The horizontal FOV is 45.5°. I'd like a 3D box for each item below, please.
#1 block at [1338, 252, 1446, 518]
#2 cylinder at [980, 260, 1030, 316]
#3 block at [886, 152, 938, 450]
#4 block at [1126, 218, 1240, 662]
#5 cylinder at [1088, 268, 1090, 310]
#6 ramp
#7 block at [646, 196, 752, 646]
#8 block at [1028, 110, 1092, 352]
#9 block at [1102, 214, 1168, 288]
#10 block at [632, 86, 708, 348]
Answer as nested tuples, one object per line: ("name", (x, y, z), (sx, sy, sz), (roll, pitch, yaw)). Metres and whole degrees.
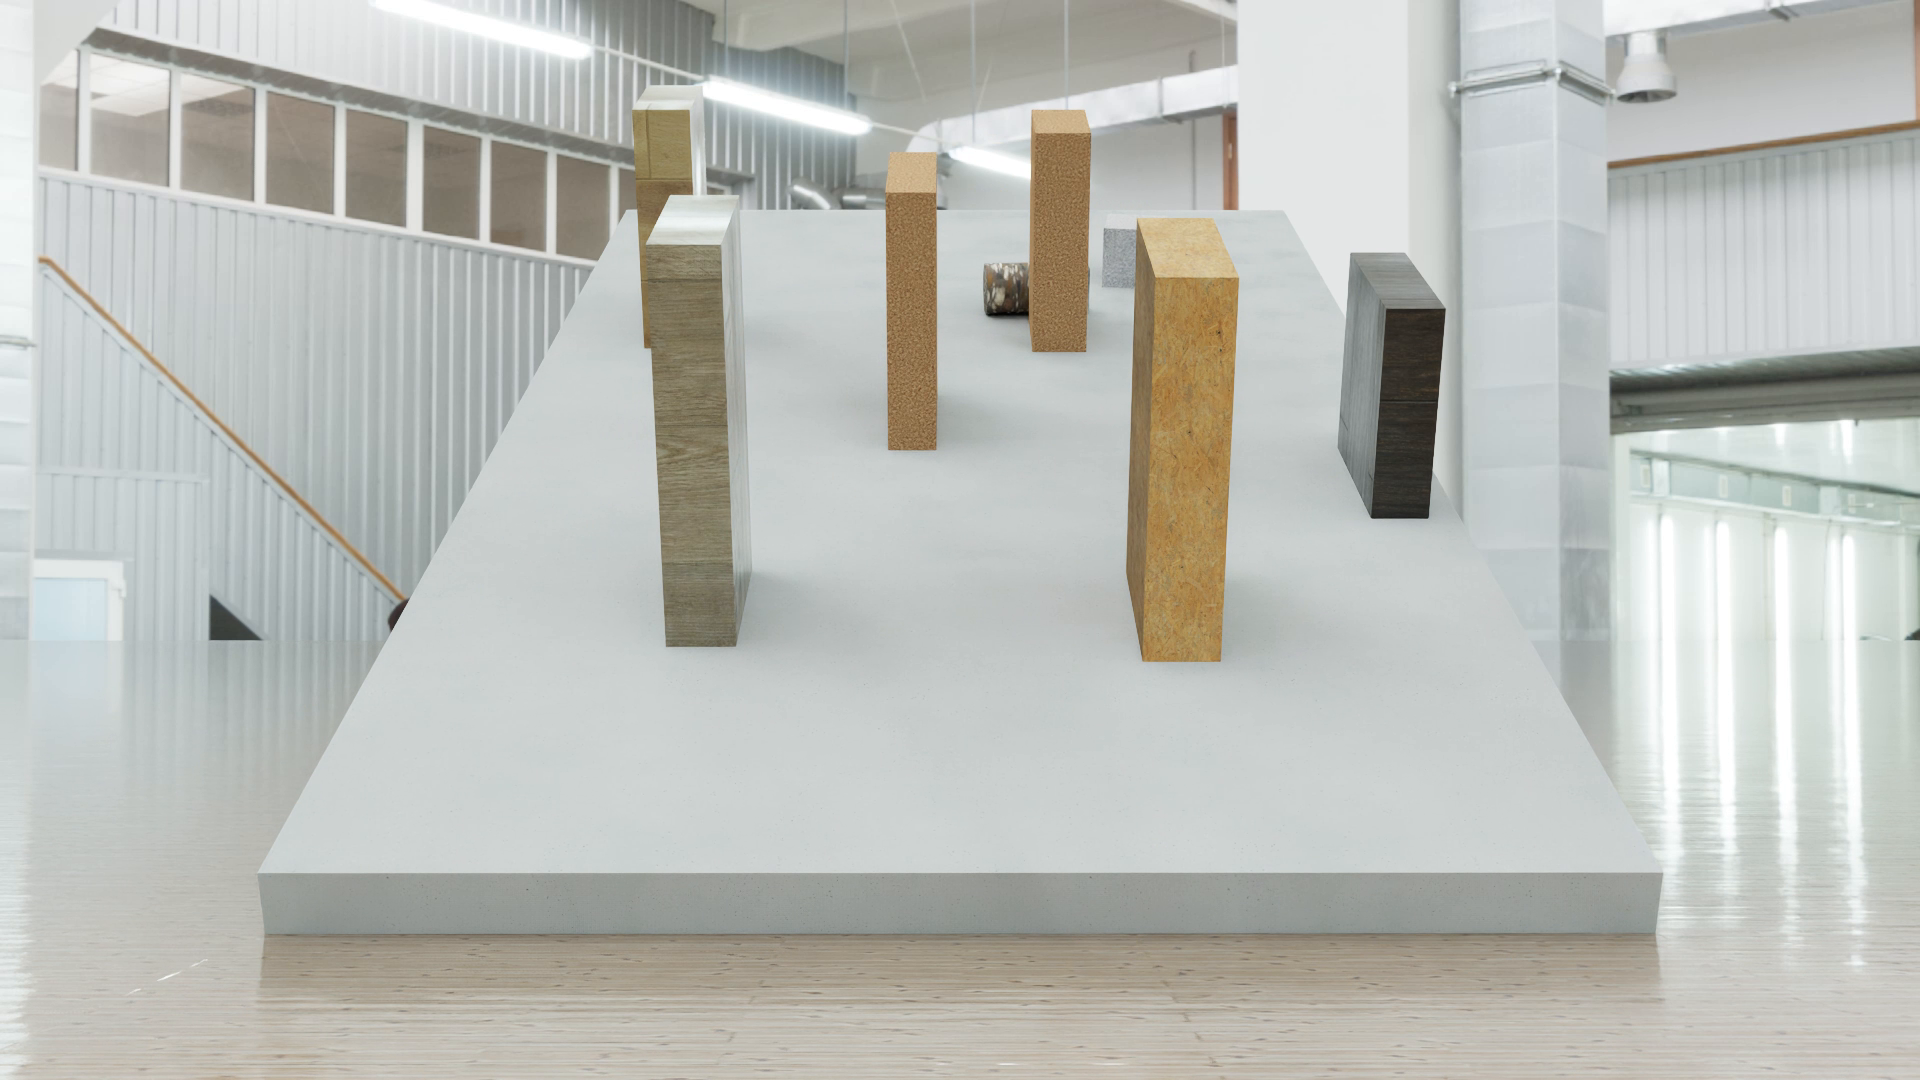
("block", (0.875, -0.322, 4.679), (0.115, 0.433, 0.427), (0, 22, 0))
("cylinder", (0.130, -0.650, 5.909), (0.130, 0.130, 0.130), (-9, -1, -9))
("block", (-0.103, -0.528, 5.014), (0.104, 0.563, 0.393), (0, 22, 0))
("block", (0.380, -0.180, 3.988), (0.134, 0.678, 0.400), (0, 22, 0))
("cylinder", (0.275, -0.643, 5.909), (0.118, 0.118, 0.118), (0, 22, 0))
("ramp", (-0.006, -0.219, 5.136), (2.000, 0.100, 4.000), (0, 22, 0))
("block", (-0.450, -0.211, 4.011), (0.122, 0.715, 0.349), (0, 22, 0))
("block", (0.243, -0.763, 5.642), (0.132, 0.538, 0.289), (0, 22, 0))
("block", (0.473, -0.780, 6.195), (0.162, 0.162, 0.162), (3, 22, 7))
("block", (-0.708, -0.800, 5.664), (0.136, 0.587, 0.308), (0, 22, 0))
